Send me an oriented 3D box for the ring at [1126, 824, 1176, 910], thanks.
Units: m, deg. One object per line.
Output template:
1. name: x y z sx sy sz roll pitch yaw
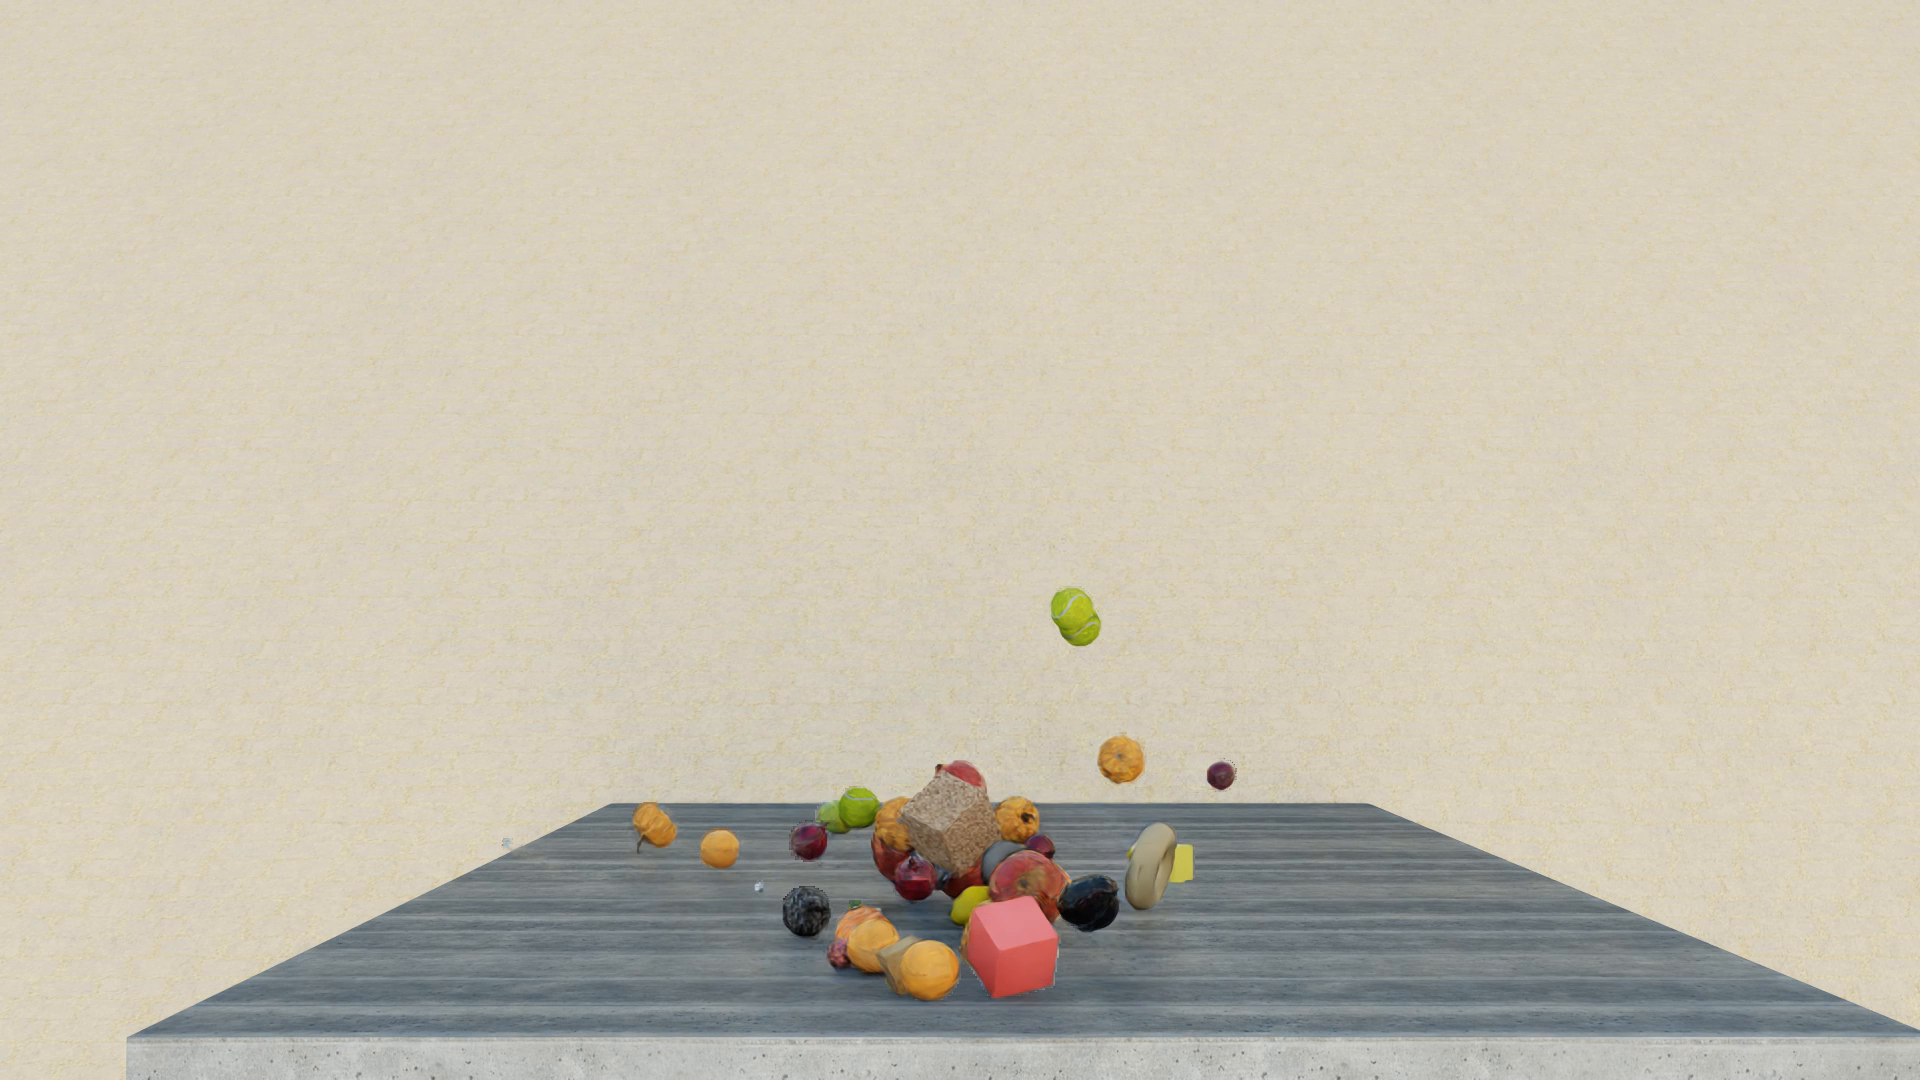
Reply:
1. ring: 0.284 0.487 3.875 0.045 0.134 0.134 15 38 19

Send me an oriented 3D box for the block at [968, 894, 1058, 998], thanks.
1. block: 0.064 0.500 3.197 0.080 0.080 0.080 -10 37 -22

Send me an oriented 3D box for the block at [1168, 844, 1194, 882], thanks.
1. block: 0.378 0.585 4.704 0.063 0.063 0.063 -2 -3 37

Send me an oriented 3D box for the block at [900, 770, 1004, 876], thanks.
1. block: -0.013 0.440 4.029 0.099 0.099 0.099 22 53 43

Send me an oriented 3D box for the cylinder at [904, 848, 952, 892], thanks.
1. cylinder: -0.051 0.532 4.202 0.055 0.055 0.055 29 27 -25

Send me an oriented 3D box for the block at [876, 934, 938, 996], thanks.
1. block: -0.066 0.527 3.219 0.052 0.052 0.052 -25 4 -13

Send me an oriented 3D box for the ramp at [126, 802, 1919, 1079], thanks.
1. ramp: 0.079 0.672 4.868 2.000 0.100 4.000 0 -2 0

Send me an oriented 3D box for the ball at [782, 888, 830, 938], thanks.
1. ball: -0.226 0.549 3.826 0.071 0.071 0.071 0 36 0

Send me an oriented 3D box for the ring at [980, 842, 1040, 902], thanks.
1. ring: 0.078 0.517 4.025 0.107 0.036 0.107 22 49 -28
